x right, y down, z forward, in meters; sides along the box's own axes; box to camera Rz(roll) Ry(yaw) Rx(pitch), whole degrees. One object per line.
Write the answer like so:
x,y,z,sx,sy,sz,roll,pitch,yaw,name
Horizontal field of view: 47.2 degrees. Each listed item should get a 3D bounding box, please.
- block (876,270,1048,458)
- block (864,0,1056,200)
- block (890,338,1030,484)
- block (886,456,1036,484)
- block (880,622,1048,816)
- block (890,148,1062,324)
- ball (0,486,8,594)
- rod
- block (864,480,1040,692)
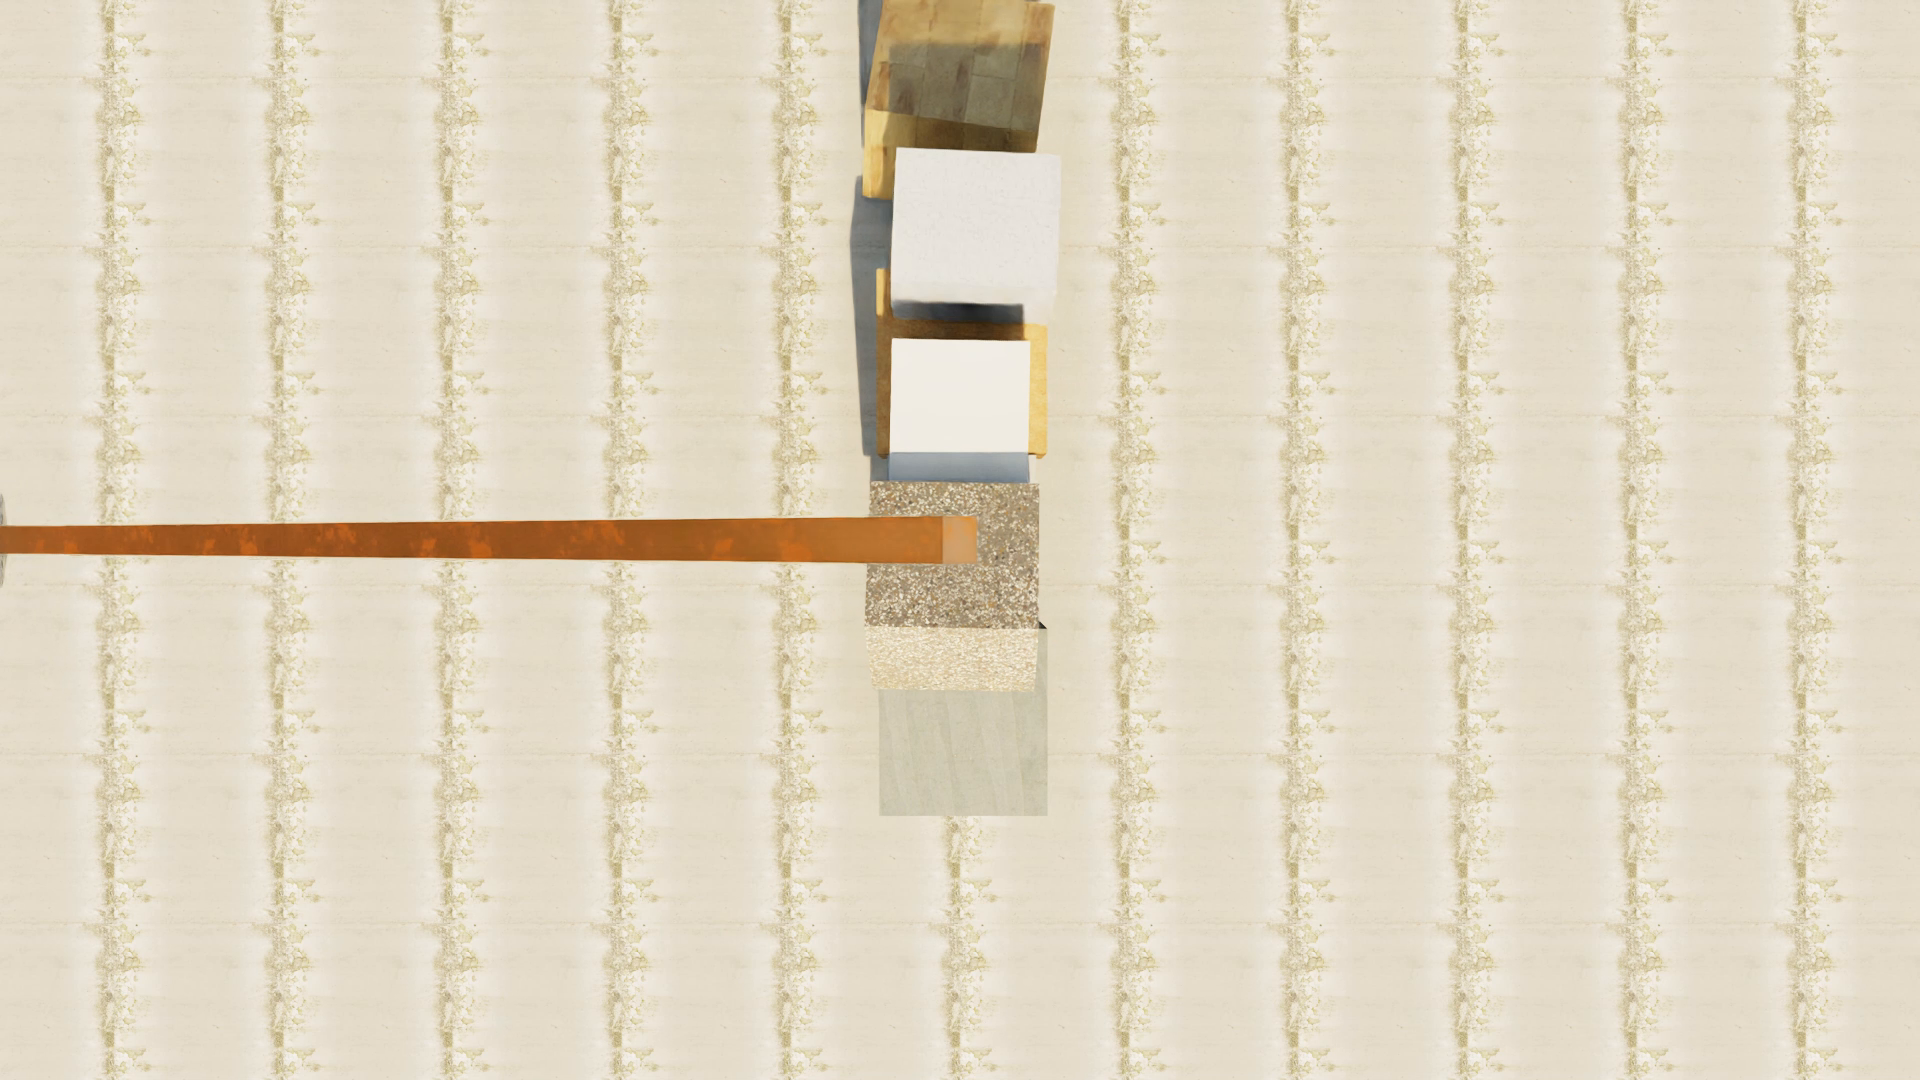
0.011,-0.988,12.575,0.942,0.851,1.018,0,90,0,block
-0.015,-2.472,12.422,0.945,0.907,0.836,8,68,0,block
-0.002,-0.624,11.777,0.717,0.720,0.808,1,88,0,block
0.008,0.002,12.566,0.822,0.867,0.942,0,90,0,block
0.018,0.989,12.460,0.913,1.081,1.014,0,90,0,block
0.078,-1.605,11.723,0.856,0.806,0.713,2,82,-1,block
-4.289,0.000,7.898,1.600,1.600,1.600,0,90,0,ball
-1.858,0.000,5.520,5.200,0.080,0.080,0,90,44,rod
-0.031,0.255,11.521,0.867,0.920,0.800,1,66,1,block
